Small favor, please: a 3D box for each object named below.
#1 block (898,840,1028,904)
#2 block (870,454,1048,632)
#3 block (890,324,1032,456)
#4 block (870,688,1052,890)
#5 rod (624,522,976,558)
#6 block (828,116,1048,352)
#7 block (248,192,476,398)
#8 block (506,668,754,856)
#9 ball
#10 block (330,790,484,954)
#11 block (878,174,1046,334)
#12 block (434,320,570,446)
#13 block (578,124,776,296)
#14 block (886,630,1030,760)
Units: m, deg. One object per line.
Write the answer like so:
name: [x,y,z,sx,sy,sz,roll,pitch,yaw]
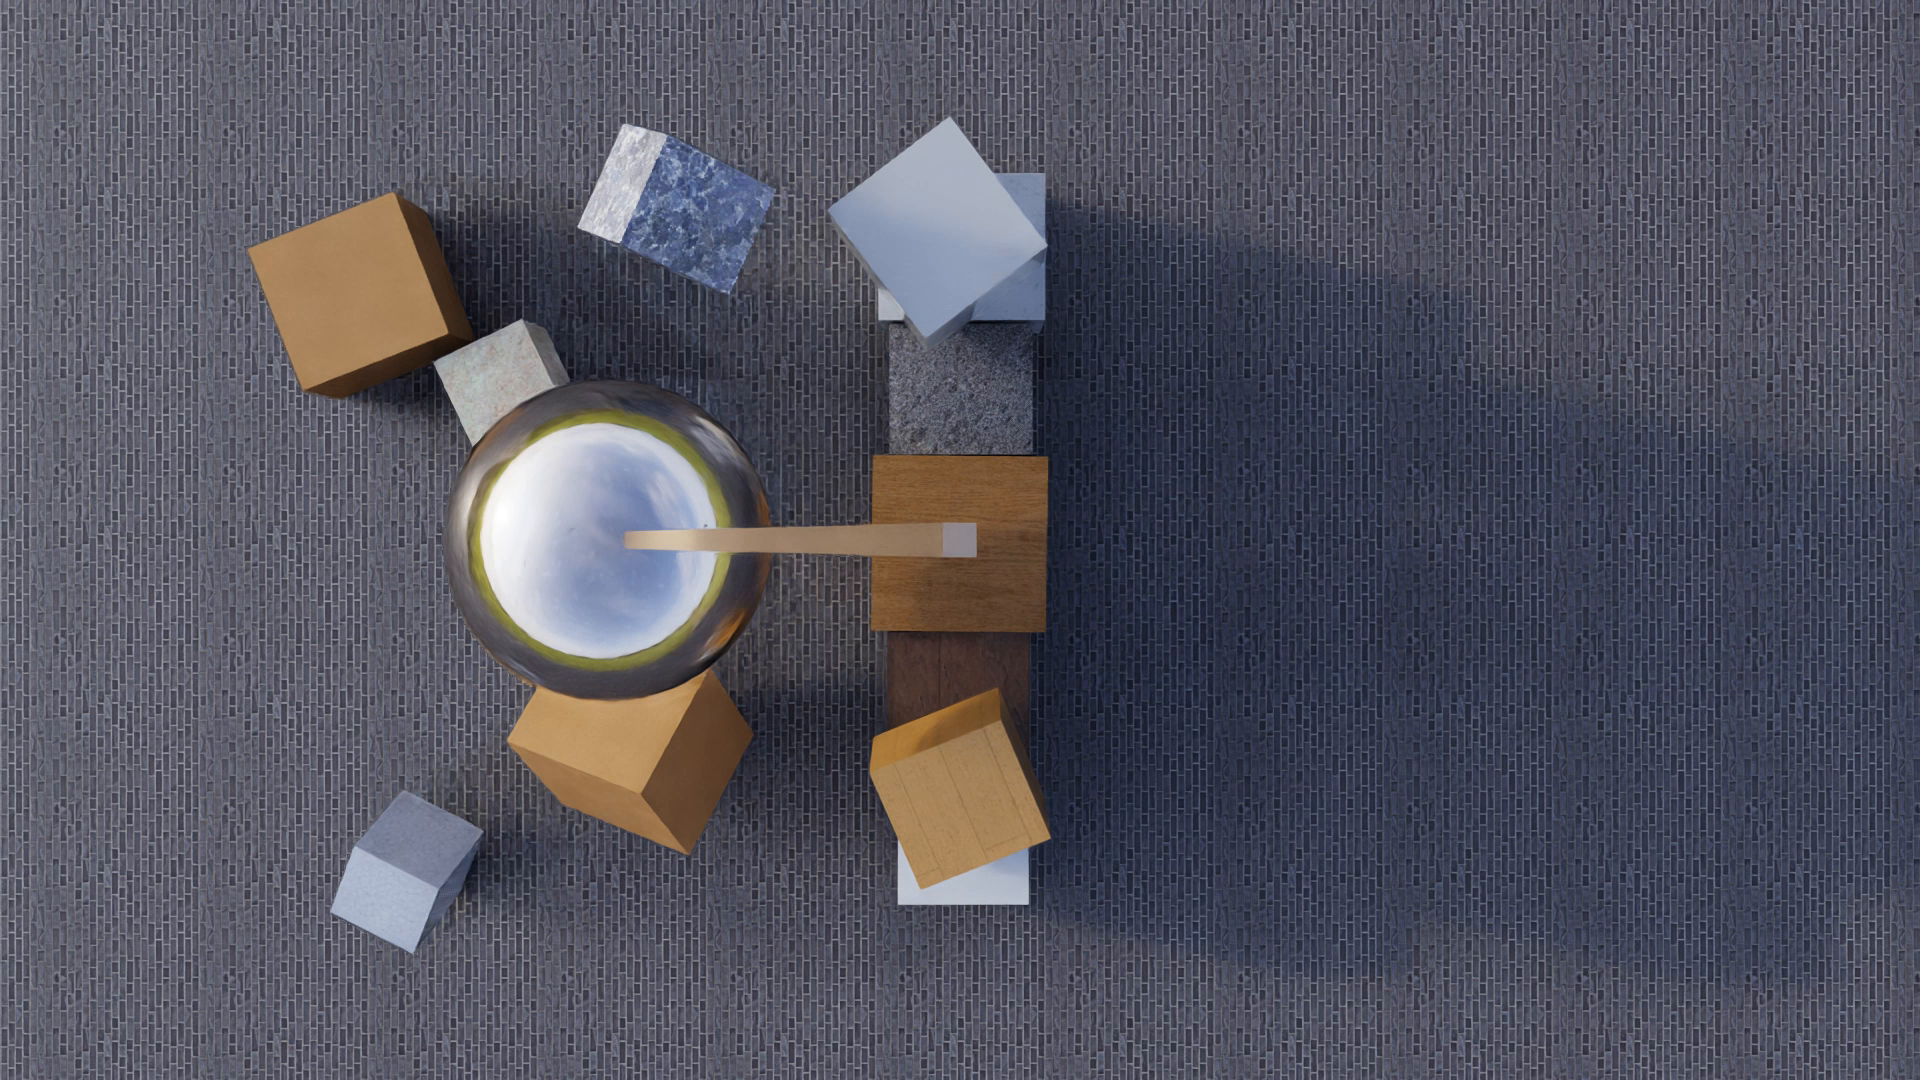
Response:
block: [0.019,1.638,12.645,0.730,0.711,0.799,0,90,0]
block: [-0.003,0.020,12.558,0.965,0.883,0.969,1,90,0]
block: [0.005,-0.846,12.661,0.804,0.679,0.733,0,90,0]
block: [0.001,1.330,11.872,0.746,0.667,0.700,-22,100,4]
rod: [-0.748,0.000,7.587,0.080,5.200,0.080,0,90,-17]
block: [-0.116,-1.615,11.788,0.797,0.850,0.839,-37,90,0]
block: [-3.410,-1.388,12.628,0.875,0.744,0.848,-21,90,0]
block: [-1.826,1.105,12.313,0.871,0.891,0.796,18,66,21]
ball: [-1.726,0.000,10.843,1.600,1.600,1.600,0,90,0]
block: [-3.162,1.895,12.606,0.529,0.611,0.514,27,118,1]
block: [0.011,-1.630,12.607,0.923,0.787,0.815,0,90,0]
block: [-2.579,-0.854,12.679,0.560,0.627,0.602,-25,90,2]
block: [-1.446,-1.685,11.192,0.645,0.621,0.581,23,92,-32]
block: [-0.009,0.870,12.597,0.791,0.807,0.718,0,90,0]
